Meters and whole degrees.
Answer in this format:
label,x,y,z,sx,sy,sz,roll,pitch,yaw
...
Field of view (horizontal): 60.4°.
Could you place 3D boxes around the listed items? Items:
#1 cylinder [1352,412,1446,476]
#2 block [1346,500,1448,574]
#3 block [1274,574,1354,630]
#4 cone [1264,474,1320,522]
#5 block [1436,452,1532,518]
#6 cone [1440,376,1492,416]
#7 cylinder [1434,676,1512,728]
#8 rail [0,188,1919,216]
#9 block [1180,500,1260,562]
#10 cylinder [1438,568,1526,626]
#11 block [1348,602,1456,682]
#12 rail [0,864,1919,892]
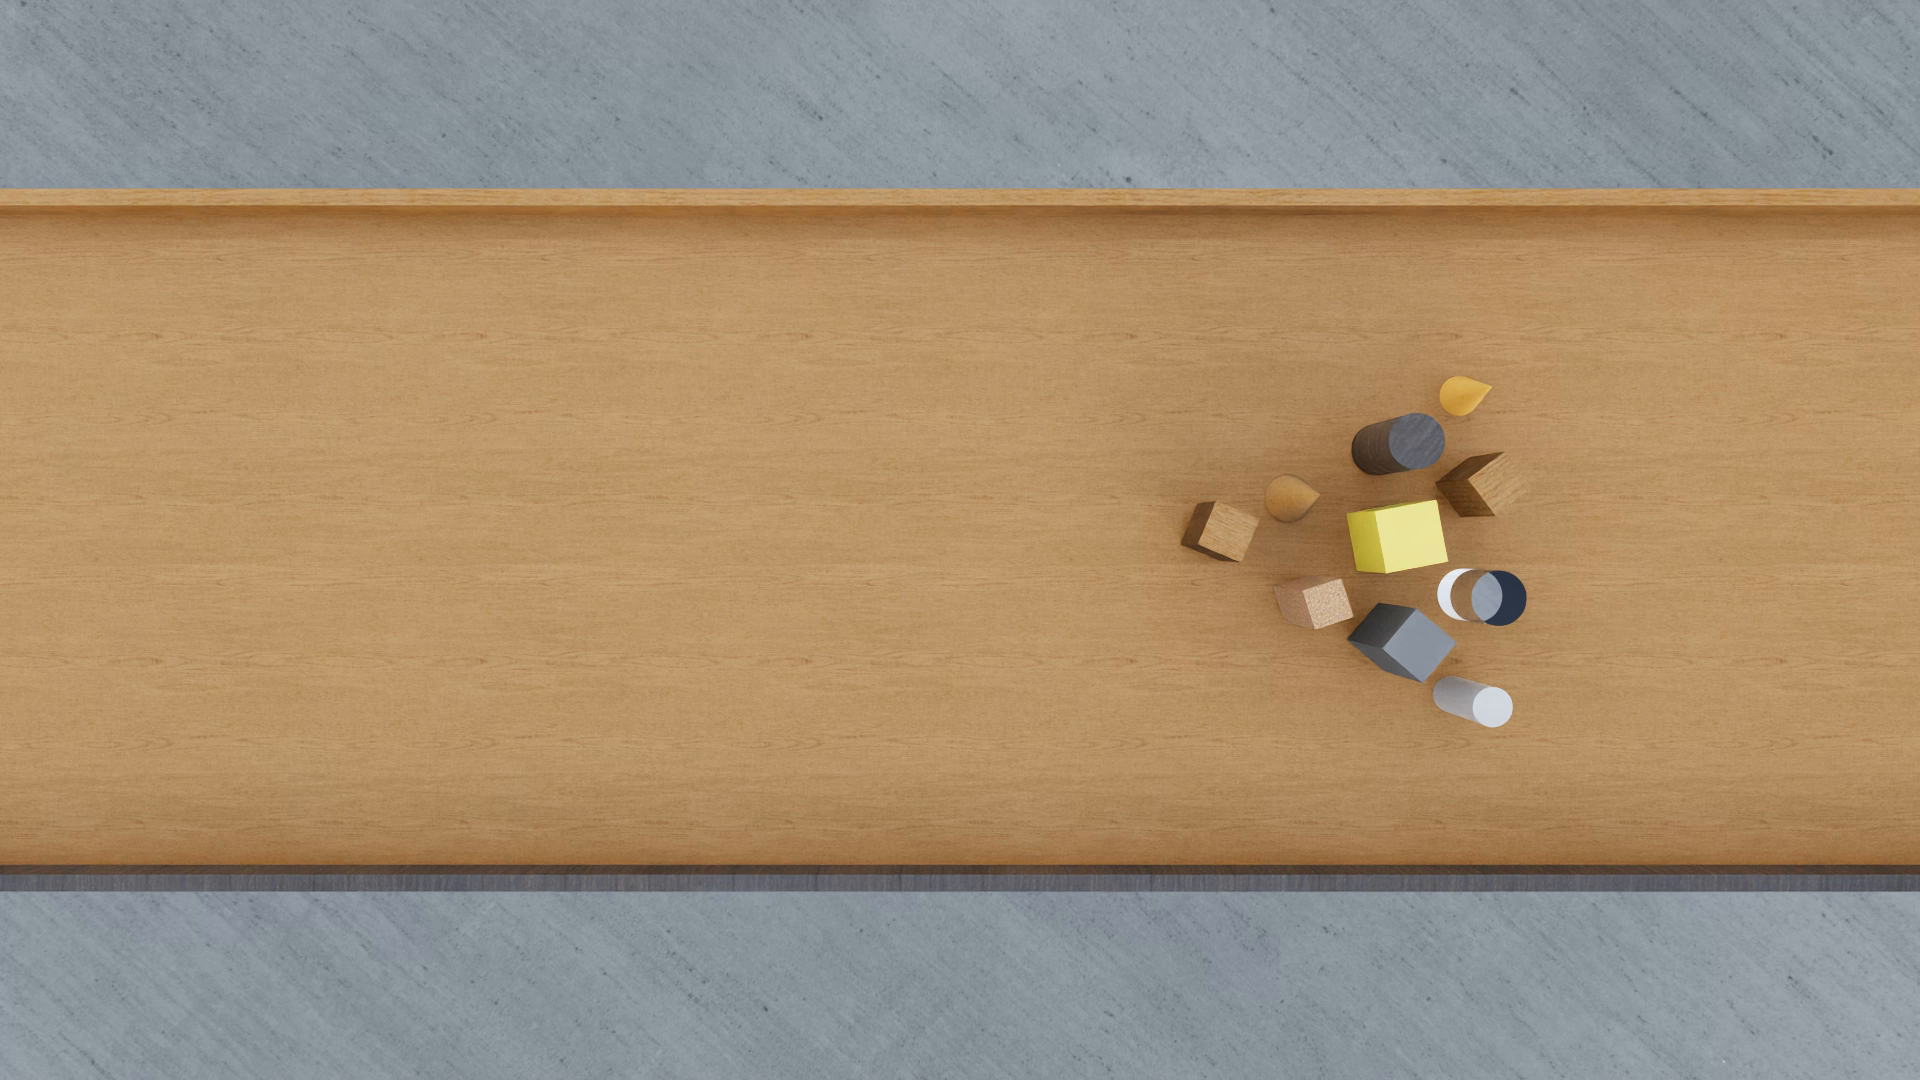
label,x,y,z,sx,sy,sz,roll,pitch,yaw
cylinder,1.284,-0.278,4.855,0.159,0.443,0.159,0,90,0
block,1.294,-0.010,4.902,0.180,0.349,0.180,-11,90,0
block,1.037,0.180,4.860,0.115,0.433,0.115,-18,90,0
cone,1.011,-0.128,4.851,0.148,0.450,0.148,0,90,0
block,1.554,-0.162,4.911,0.132,0.330,0.132,-37,90,0
cone,1.537,-0.444,4.919,0.122,0.316,0.122,0,90,0
cylinder,1.513,0.474,4.880,0.114,0.393,0.114,0,90,0
rail,-2.247,-1.025,5.002,12.000,0.150,0.050,0,90,0
block,0.766,-0.024,4.887,0.135,0.379,0.135,23,90,0
cylinder,1.549,0.167,4.908,0.160,0.336,0.160,0,90,0
block,1.296,0.298,4.863,0.150,0.428,0.150,40,90,0
rail,-2.247,1.025,5.001,12.000,0.150,0.050,0,90,0
